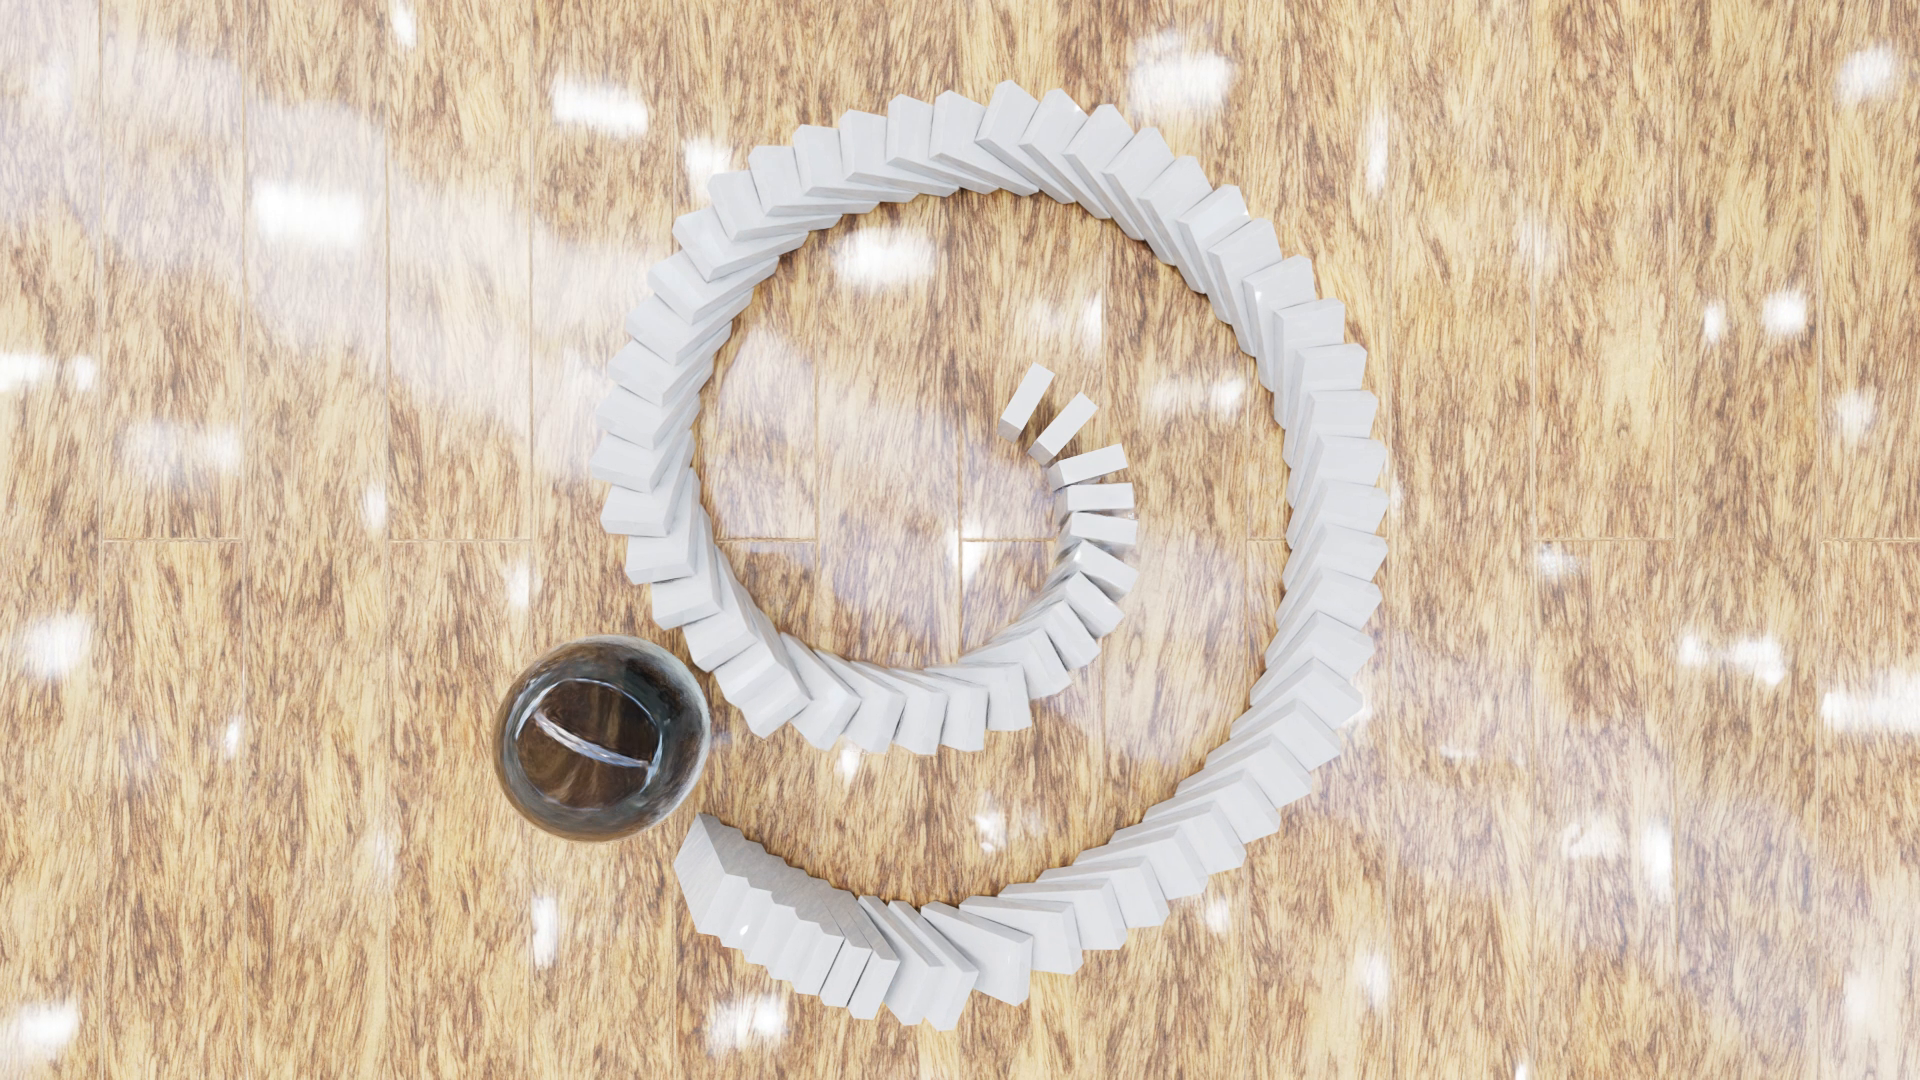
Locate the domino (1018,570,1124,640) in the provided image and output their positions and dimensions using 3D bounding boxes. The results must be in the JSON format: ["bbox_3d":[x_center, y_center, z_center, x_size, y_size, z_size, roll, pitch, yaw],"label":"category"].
[{"bbox_3d":[0.044,0.031,0.376,0.025,0.050,0.010,44,63,0],"label":"domino"}]

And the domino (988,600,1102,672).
[{"bbox_3d":[0.034,0.044,0.376,0.009,0.050,0.025,-36,90,-33],"label":"domino"}]

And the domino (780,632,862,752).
[{"bbox_3d":[-0.065,0.062,0.381,0.050,0.010,0.025,34,90,38],"label":"domino"}]

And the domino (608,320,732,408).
[{"bbox_3d":[-0.120,-0.080,0.382,0.025,0.009,0.050,30,56,0],"label":"domino"}]

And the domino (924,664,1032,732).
[{"bbox_3d":[0.007,0.064,0.378,0.010,0.050,0.025,-9,90,-42],"label":"domino"}]

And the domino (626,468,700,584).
[{"bbox_3d":[-0.123,-0.007,0.381,0.025,0.010,0.050,-9,54,0],"label":"domino"}]

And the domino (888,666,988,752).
[{"bbox_3d":[-0.011,0.069,0.379,0.050,0.010,0.025,5,90,45],"label":"domino"}]

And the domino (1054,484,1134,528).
[{"bbox_3d":[0.054,-0.014,0.375,0.025,0.050,0.010,-2,83,0],"label":"domino"}]

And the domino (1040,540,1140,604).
[{"bbox_3d":[0.052,0.018,0.375,0.025,0.050,0.009,30,70,0],"label":"domino"}]

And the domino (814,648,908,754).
[{"bbox_3d":[-0.046,0.066,0.380,0.050,0.010,0.025,21,90,40],"label":"domino"}]

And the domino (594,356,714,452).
[{"bbox_3d":[-0.126,-0.062,0.382,0.025,0.010,0.050,24,56,1],"label":"domino"}]

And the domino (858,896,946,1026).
[{"bbox_3d":[-0.029,0.172,0.378,0.010,0.050,0.025,24,90,-43],"label":"domino"}]

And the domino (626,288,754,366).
[{"bbox_3d":[-0.112,-0.096,0.382,0.025,0.010,0.050,37,56,0],"label":"domino"}]

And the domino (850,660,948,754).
[{"bbox_3d":[-0.028,0.069,0.380,0.050,0.009,0.025,13,90,42],"label":"domino"}]

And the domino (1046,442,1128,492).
[{"bbox_3d":[0.051,-0.029,0.375,0.025,0.050,0.009,-16,90,0],"label":"domino"}]

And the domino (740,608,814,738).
[{"bbox_3d":[-0.083,0.054,0.381,0.025,0.009,0.050,-37,54,0],"label":"domino"}]

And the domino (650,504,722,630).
[{"bbox_3d":[-0.115,0.011,0.382,0.025,0.009,0.050,-18,56,0],"label":"domino"}]

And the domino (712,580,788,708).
[{"bbox_3d":[-0.093,0.042,0.381,0.025,0.010,0.050,-37,54,0],"label":"domino"}]

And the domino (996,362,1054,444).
[{"bbox_3d":[0.026,-0.055,0.375,0.009,0.050,0.025,30,90,0],"label":"domino"}]

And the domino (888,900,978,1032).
[{"bbox_3d":[-0.016,0.174,0.378,0.009,0.050,0.025,24,90,-43],"label":"domino"}]

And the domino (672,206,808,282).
[{"bbox_3d":[-0.091,-0.128,0.382,0.050,0.010,0.025,-35,90,-35],"label":"domino"}]

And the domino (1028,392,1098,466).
[{"bbox_3d":[0.041,-0.044,0.375,0.010,0.050,0.025,42,90,0],"label":"domino"}]

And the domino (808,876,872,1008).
[{"bbox_3d":[-0.055,0.164,0.376,0.009,0.050,0.025,25,90,-32],"label":"domino"}]

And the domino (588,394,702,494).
[{"bbox_3d":[-0.130,-0.044,0.382,0.025,0.010,0.050,17,55,1],"label":"domino"}]

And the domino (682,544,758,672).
[{"bbox_3d":[-0.104,0.028,0.382,0.025,0.009,0.050,-32,54,0],"label":"domino"}]

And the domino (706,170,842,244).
[{"bbox_3d":[-0.077,-0.141,0.382,0.050,0.010,0.025,-23,89,-34],"label":"domino"}]

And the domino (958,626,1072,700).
[{"bbox_3d":[0.021,0.054,0.377,0.009,0.050,0.025,-28,90,-38],"label":"domino"}]

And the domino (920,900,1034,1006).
[{"bbox_3d":[0.006,0.171,0.382,0.050,0.009,0.025,5,90,35],"label":"domino"}]

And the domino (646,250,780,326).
[{"bbox_3d":[-0.102,-0.112,0.382,0.025,0.010,0.050,43,56,0],"label":"domino"}]

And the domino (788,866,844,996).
[{"bbox_3d":[-0.065,0.159,0.376,0.010,0.050,0.025,25,90,-30],"label":"domino"}]

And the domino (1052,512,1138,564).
[{"bbox_3d":[0.054,0.001,0.375,0.025,0.050,0.009,9,76,0],"label":"domino"}]

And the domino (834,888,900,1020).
[{"bbox_3d":[-0.044,0.169,0.376,0.009,0.050,0.025,25,90,-33],"label":"domino"}]

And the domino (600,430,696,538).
[{"bbox_3d":[-0.129,-0.025,0.382,0.025,0.010,0.050,5,55,0],"label":"domino"}]

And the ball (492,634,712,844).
[{"bbox_3d":[-0.139,0.077,0.360,0.080,0.080,0.080,0,90,0],"label":"ball"}]
